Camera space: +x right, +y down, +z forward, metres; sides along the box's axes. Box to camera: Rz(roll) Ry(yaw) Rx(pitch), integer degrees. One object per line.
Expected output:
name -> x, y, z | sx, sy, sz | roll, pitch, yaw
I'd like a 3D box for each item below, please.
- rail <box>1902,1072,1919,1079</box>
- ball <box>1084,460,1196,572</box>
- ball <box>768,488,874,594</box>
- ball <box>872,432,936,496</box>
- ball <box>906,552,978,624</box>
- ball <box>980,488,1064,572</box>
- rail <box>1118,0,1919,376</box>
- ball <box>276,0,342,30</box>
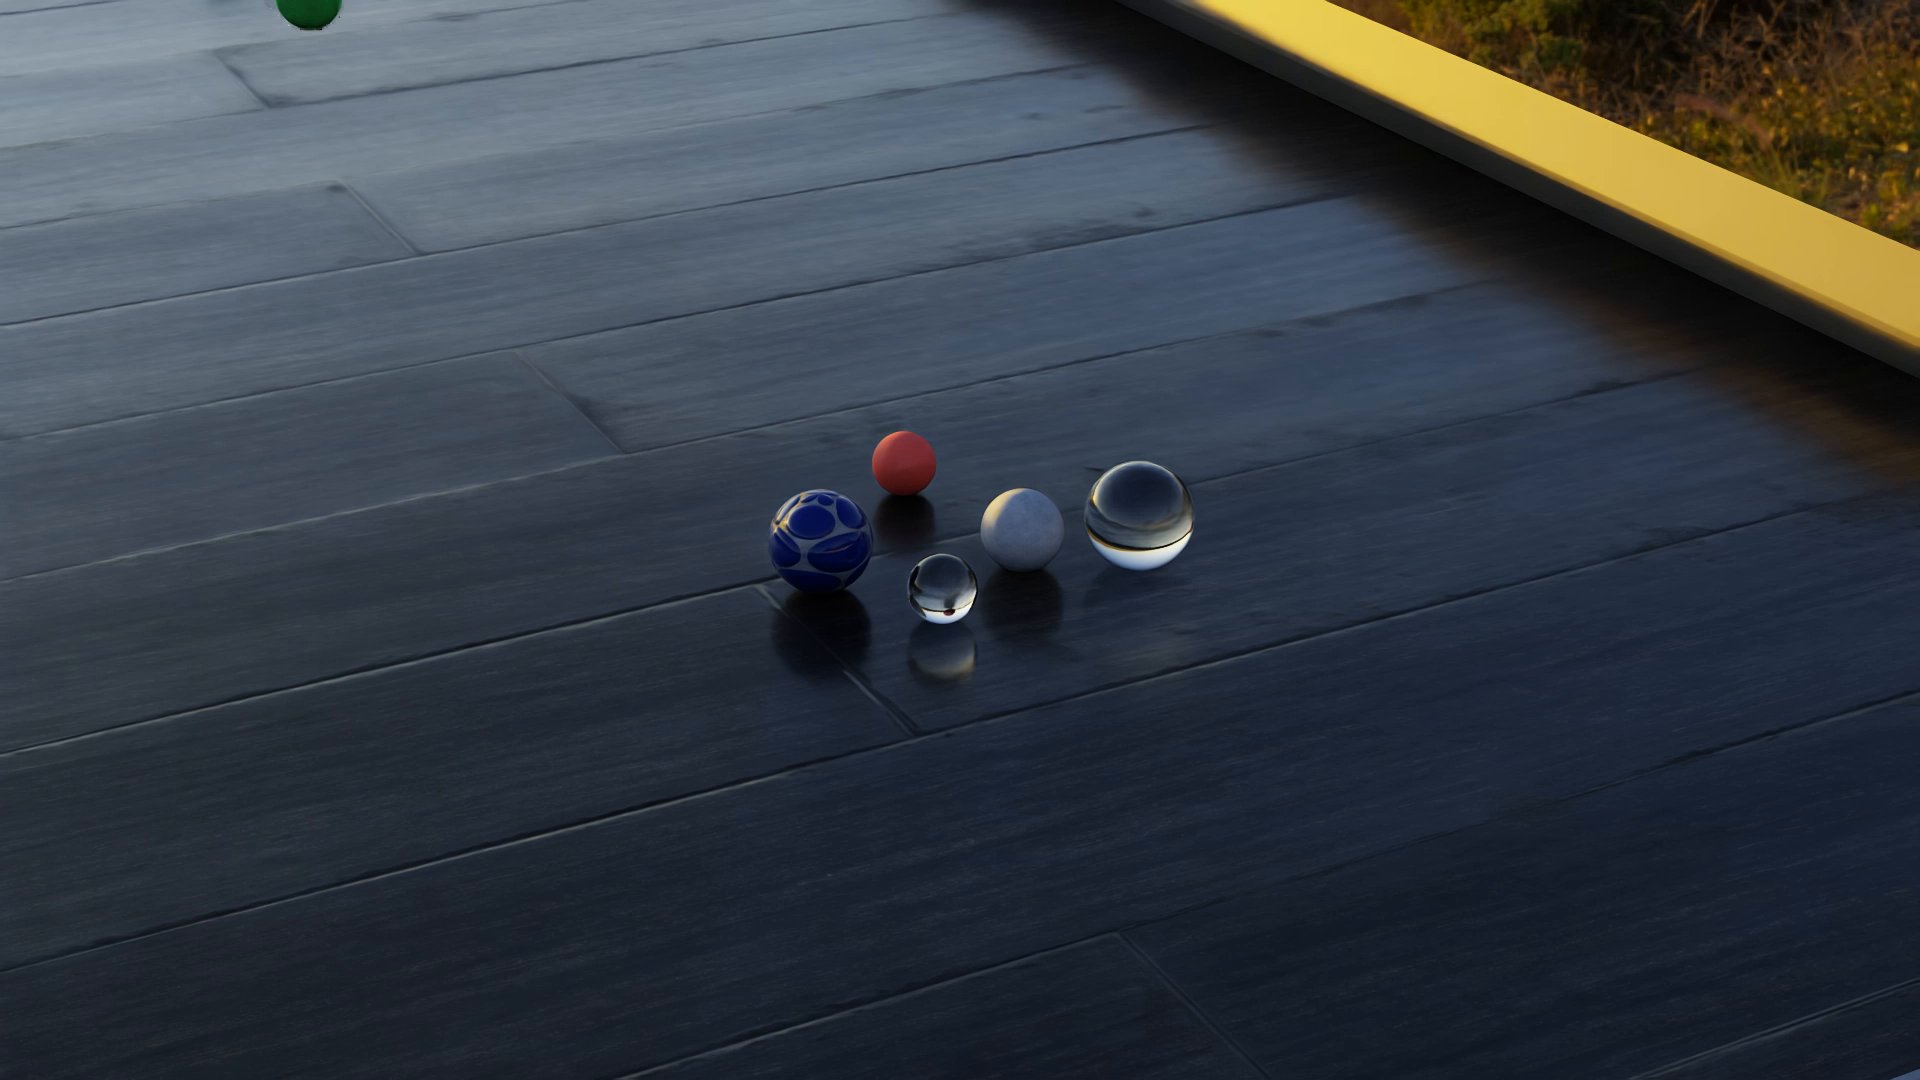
rail -> 0.384, 0.299, 1.392 | 1.742, 0.102, 0.045 | -13, 28, -25
ball -> 0.127, -0.017, 2.080 | 0.079, 0.079, 0.079 | 0, 26, 0
ball -> -0.097, 0.001, 2.049 | 0.074, 0.074, 0.074 | 0, 26, 0
ball -> -0.042, -0.057, 2.199 | 0.048, 0.048, 0.048 | 0, 26, 0
ball -> -0.012, 0.033, 2.010 | 0.049, 0.049, 0.049 | 0, 26, 0
ball -> 0.044, -0.007, 2.082 | 0.060, 0.060, 0.060 | 0, 26, 0
rail -> 0.356, -0.516, 3.091 | 0.045, 0.102, 3.414 | -13, 28, -25
ball -> -0.739, -0.618, 3.335 | 0.076, 0.076, 0.076 | 0, 26, 0
